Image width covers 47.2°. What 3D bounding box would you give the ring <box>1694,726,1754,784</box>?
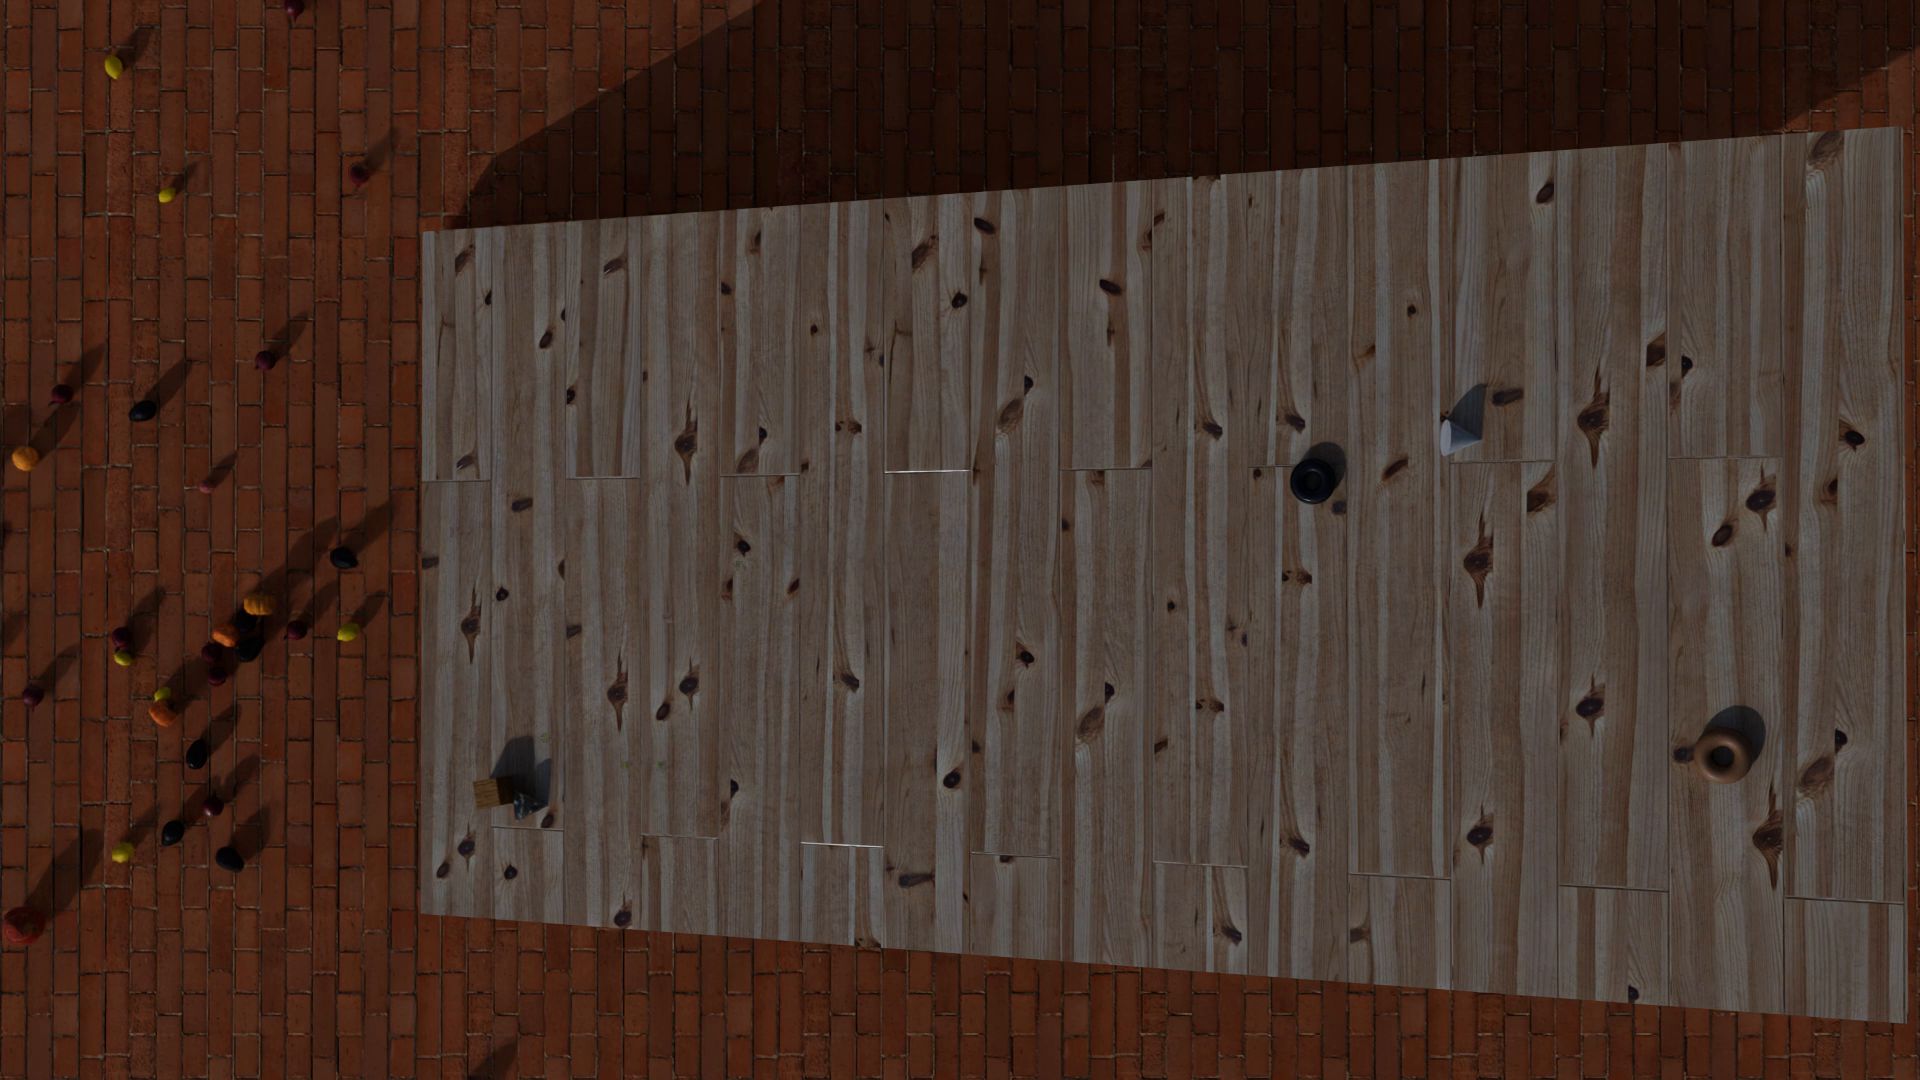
[{"bbox_3d":[1.743,0.492,5.023,0.131,0.044,0.131,0,90,24],"label":"ring"}]

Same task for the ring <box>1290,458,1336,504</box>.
[{"bbox_3d":[0.866,-0.144,5.403,0.115,0.038,0.115,-1,88,24],"label":"ring"}]

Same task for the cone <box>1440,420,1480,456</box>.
[{"bbox_3d":[1.205,-0.242,5.260,0.089,0.089,0.089,3,89,-4],"label":"cone"}]

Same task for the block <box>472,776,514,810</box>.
[{"bbox_3d":[-1.333,0.723,6.296,0.080,0.080,0.080,-13,84,22],"label":"block"}]

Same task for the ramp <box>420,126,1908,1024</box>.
[{"bbox_3d":[0.283,0.085,5.721,4.000,0.100,2.000,0,89,23],"label":"ramp"}]
